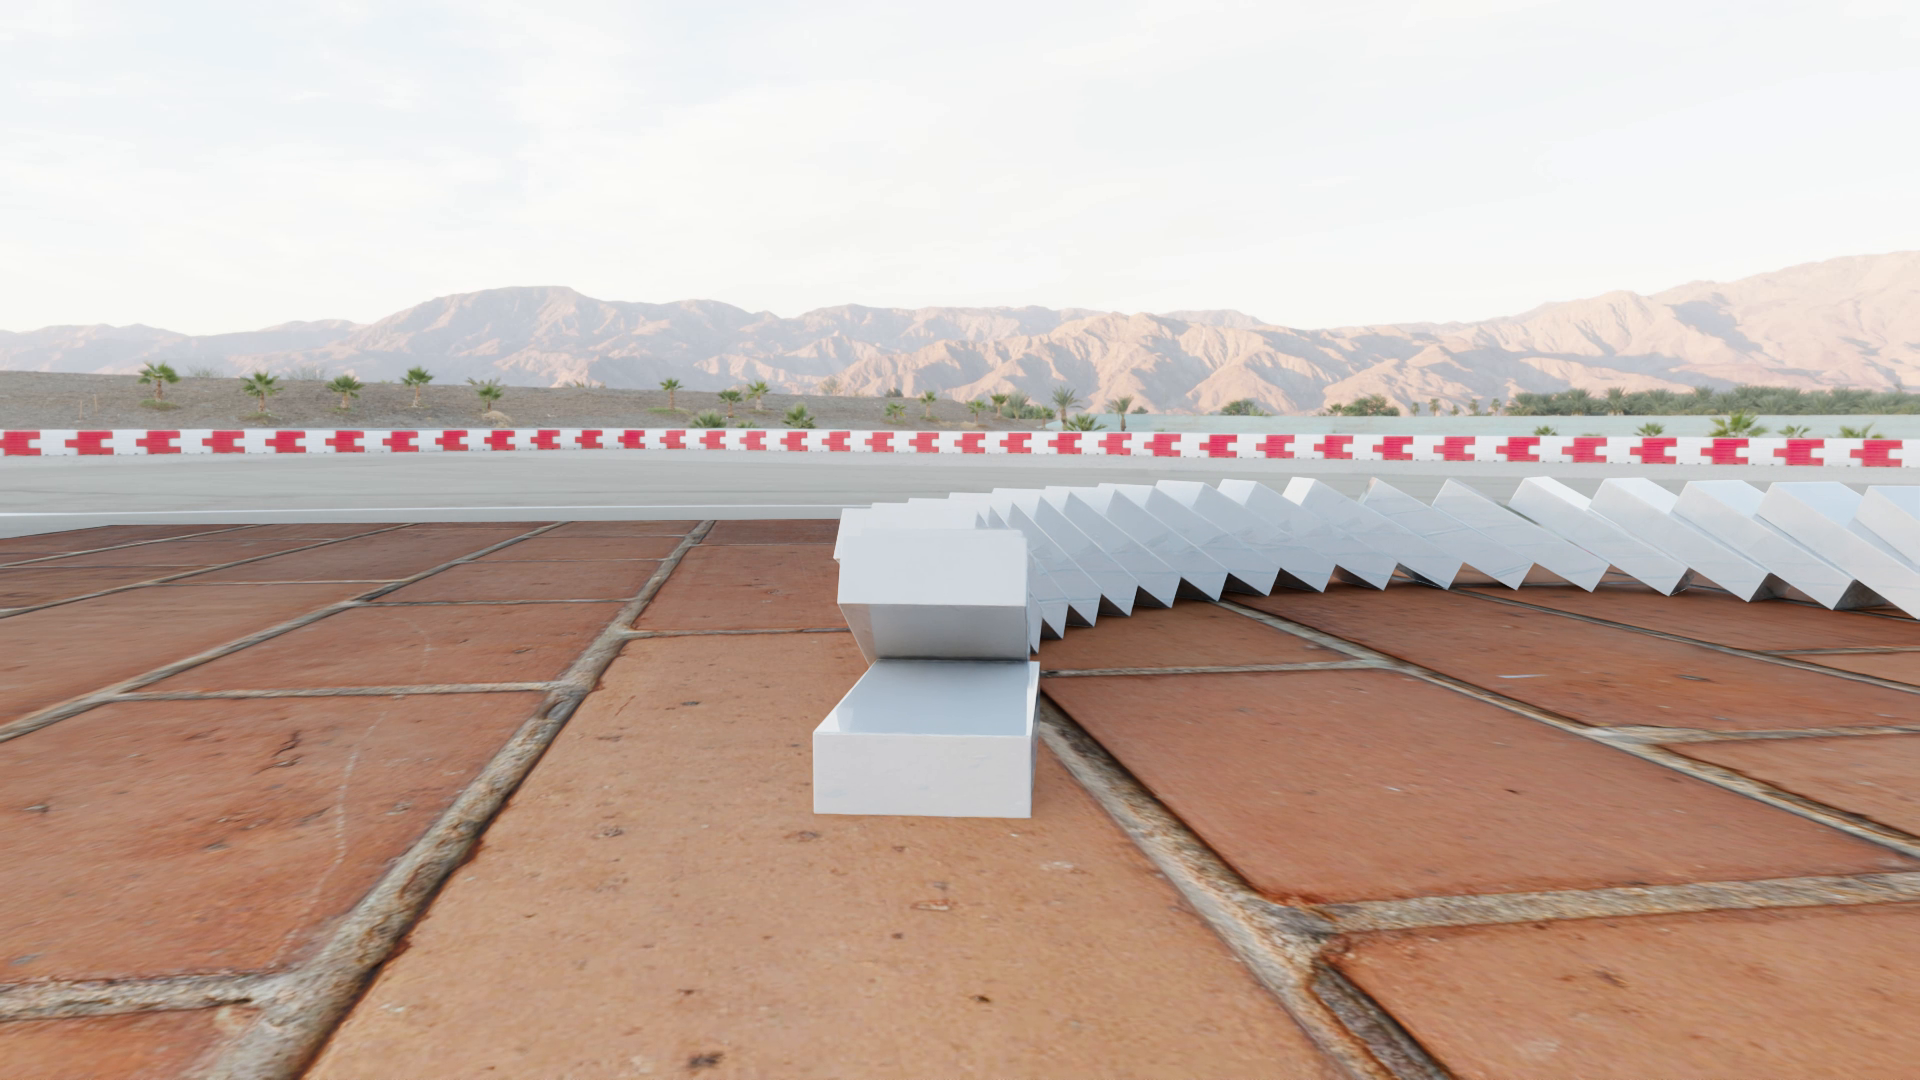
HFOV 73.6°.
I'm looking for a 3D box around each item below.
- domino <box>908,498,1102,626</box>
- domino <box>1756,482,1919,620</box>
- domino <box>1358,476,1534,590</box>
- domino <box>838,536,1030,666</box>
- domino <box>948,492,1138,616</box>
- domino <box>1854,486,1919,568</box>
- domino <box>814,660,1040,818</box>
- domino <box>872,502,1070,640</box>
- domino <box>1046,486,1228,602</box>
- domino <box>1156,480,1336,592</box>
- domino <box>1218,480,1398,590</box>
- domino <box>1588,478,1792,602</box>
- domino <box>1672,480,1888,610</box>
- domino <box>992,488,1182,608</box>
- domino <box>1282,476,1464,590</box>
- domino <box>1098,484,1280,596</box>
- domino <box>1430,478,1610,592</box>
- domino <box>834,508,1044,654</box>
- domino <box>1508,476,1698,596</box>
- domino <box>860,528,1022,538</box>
[{"bbox_3d":[0.010,0.006,0.286,0.025,0.009,0.050,3,-22,30],"label":"domino"},{"bbox_3d":[0.237,0.002,0.332,0.025,0.010,0.050,-2,33,-20],"label":"domino"},{"bbox_3d":[0.146,-0.003,0.389,0.050,0.009,0.025,30,11,11],"label":"domino"},{"bbox_3d":[-0.002,0.013,0.194,0.025,0.010,0.050,1,-20,4],"label":"domino"},{"bbox_3d":[0.020,0.004,0.306,0.025,0.009,0.050,3,-22,37],"label":"domino"},{"bbox_3d":[0.247,0.003,0.311,0.025,0.009,0.050,0,32,-6],"label":"domino"},{"bbox_3d":[-0.002,0.025,0.171,0.025,0.010,0.050,0,4,5],"label":"domino"},{"bbox_3d":[0.003,0.007,0.265,0.025,0.009,0.050,2,-22,24],"label":"domino"},{"bbox_3d":[0.046,0.001,0.342,0.050,0.010,0.025,31,-16,-36],"label":"domino"},{"bbox_3d":[0.081,-0.001,0.370,0.050,0.009,0.025,29,-6,-20],"label":"domino"},{"bbox_3d":[0.101,-0.002,0.380,0.050,0.009,0.025,28,-1,-11],"label":"domino"},{"bbox_3d":[0.209,-0.001,0.367,0.025,0.010,0.050,-3,34,-38],"label":"domino"},{"bbox_3d":[0.225,0.000,0.350,0.025,0.009,0.050,-2,33,-28],"label":"domino"},{"bbox_3d":[0.032,0.002,0.326,0.025,0.009,0.050,4,-21,46],"label":"domino"},{"bbox_3d":[0.123,-0.003,0.386,0.050,0.009,0.025,29,4,-2],"label":"domino"},{"bbox_3d":[0.062,0.000,0.358,0.050,0.009,0.025,29,-10,-27],"label":"domino"},{"bbox_3d":[0.168,-0.002,0.385,0.050,0.009,0.025,32,16,18],"label":"domino"},{"bbox_3d":[-0.002,0.009,0.243,0.025,0.009,0.050,1,-23,18],"label":"domino"},{"bbox_3d":[0.190,-0.002,0.379,0.050,0.009,0.025,38,26,31],"label":"domino"},{"bbox_3d":[-0.001,0.011,0.218,0.025,0.009,0.050,0,-20,5],"label":"domino"}]
